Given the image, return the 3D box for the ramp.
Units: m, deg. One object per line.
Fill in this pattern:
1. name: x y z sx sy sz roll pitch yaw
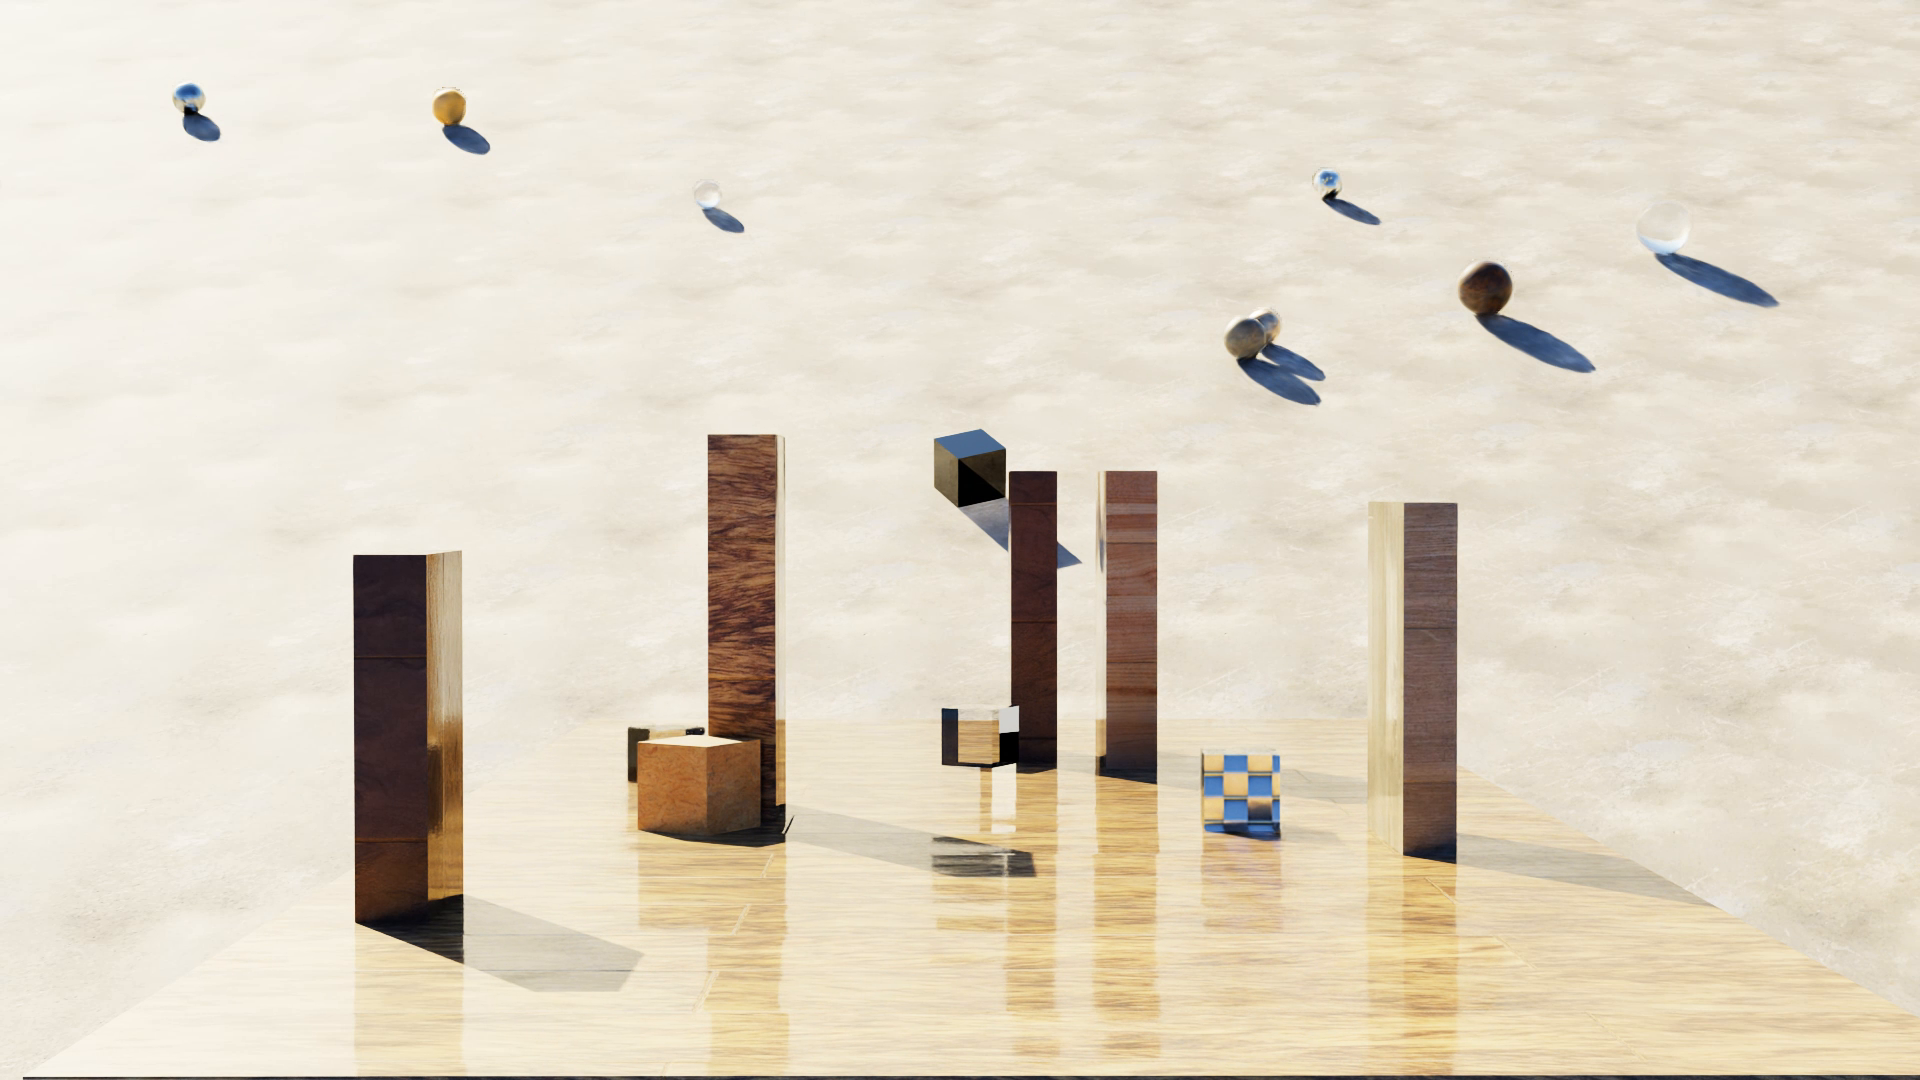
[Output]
1. ramp: 0.060 0.546 4.582 2.000 0.100 4.000 0 1 0

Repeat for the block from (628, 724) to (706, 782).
1. block: -0.587 0.429 5.173 0.110 0.110 0.110 -1 2 -41

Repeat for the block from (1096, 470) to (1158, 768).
1. block: 0.359 0.163 5.607 0.108 0.624 0.414 0 1 0

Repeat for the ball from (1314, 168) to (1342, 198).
1. ball: 1.484 -1.437 10.412 0.119 0.119 0.119 0 27 0

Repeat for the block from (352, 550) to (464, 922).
1. block: -0.770 0.266 3.614 0.099 0.498 0.251 0 1 0

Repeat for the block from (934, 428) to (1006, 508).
1. block: 0.030 -0.222 7.945 0.166 0.166 0.166 -13 29 -24

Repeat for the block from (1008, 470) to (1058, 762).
1. block: 0.159 0.162 5.664 0.099 0.625 0.269 0 1 0

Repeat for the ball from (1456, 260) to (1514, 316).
1. ball: 1.885 -0.906 9.266 0.199 0.199 0.199 0 27 0

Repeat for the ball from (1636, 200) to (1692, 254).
1. ball: 2.679 -1.190 9.824 0.206 0.206 0.206 0 27 0

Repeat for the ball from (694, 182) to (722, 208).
1. ball: -1.007 -1.377 10.302 0.110 0.110 0.110 0 27 0

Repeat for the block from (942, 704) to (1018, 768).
1. block: 0.043 0.417 5.502 0.122 0.122 0.122 1 1 29

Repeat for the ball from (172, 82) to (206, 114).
1. ball: -3.409 -1.952 11.408 0.144 0.144 0.144 0 27 0

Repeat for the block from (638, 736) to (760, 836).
1. block: -0.451 0.423 4.466 0.151 0.151 0.151 1 1 32

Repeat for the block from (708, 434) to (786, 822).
1. block: -0.385 0.153 4.678 0.119 0.683 0.264 0 1 0

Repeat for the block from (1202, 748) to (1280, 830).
1. block: 0.487 0.432 4.491 0.130 0.130 0.130 0 1 3

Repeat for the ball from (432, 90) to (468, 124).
1. ball: -2.231 -1.891 11.276 0.154 0.154 0.154 0 27 0

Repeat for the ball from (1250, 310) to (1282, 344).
1. ball: 1.062 -0.746 9.032 0.124 0.124 0.124 0 27 0

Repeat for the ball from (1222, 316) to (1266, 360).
1. ball: 0.982 -0.698 8.908 0.150 0.150 0.150 0 27 0

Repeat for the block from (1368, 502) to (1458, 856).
1. block: 0.751 0.219 4.301 0.086 0.564 0.357 0 1 0
